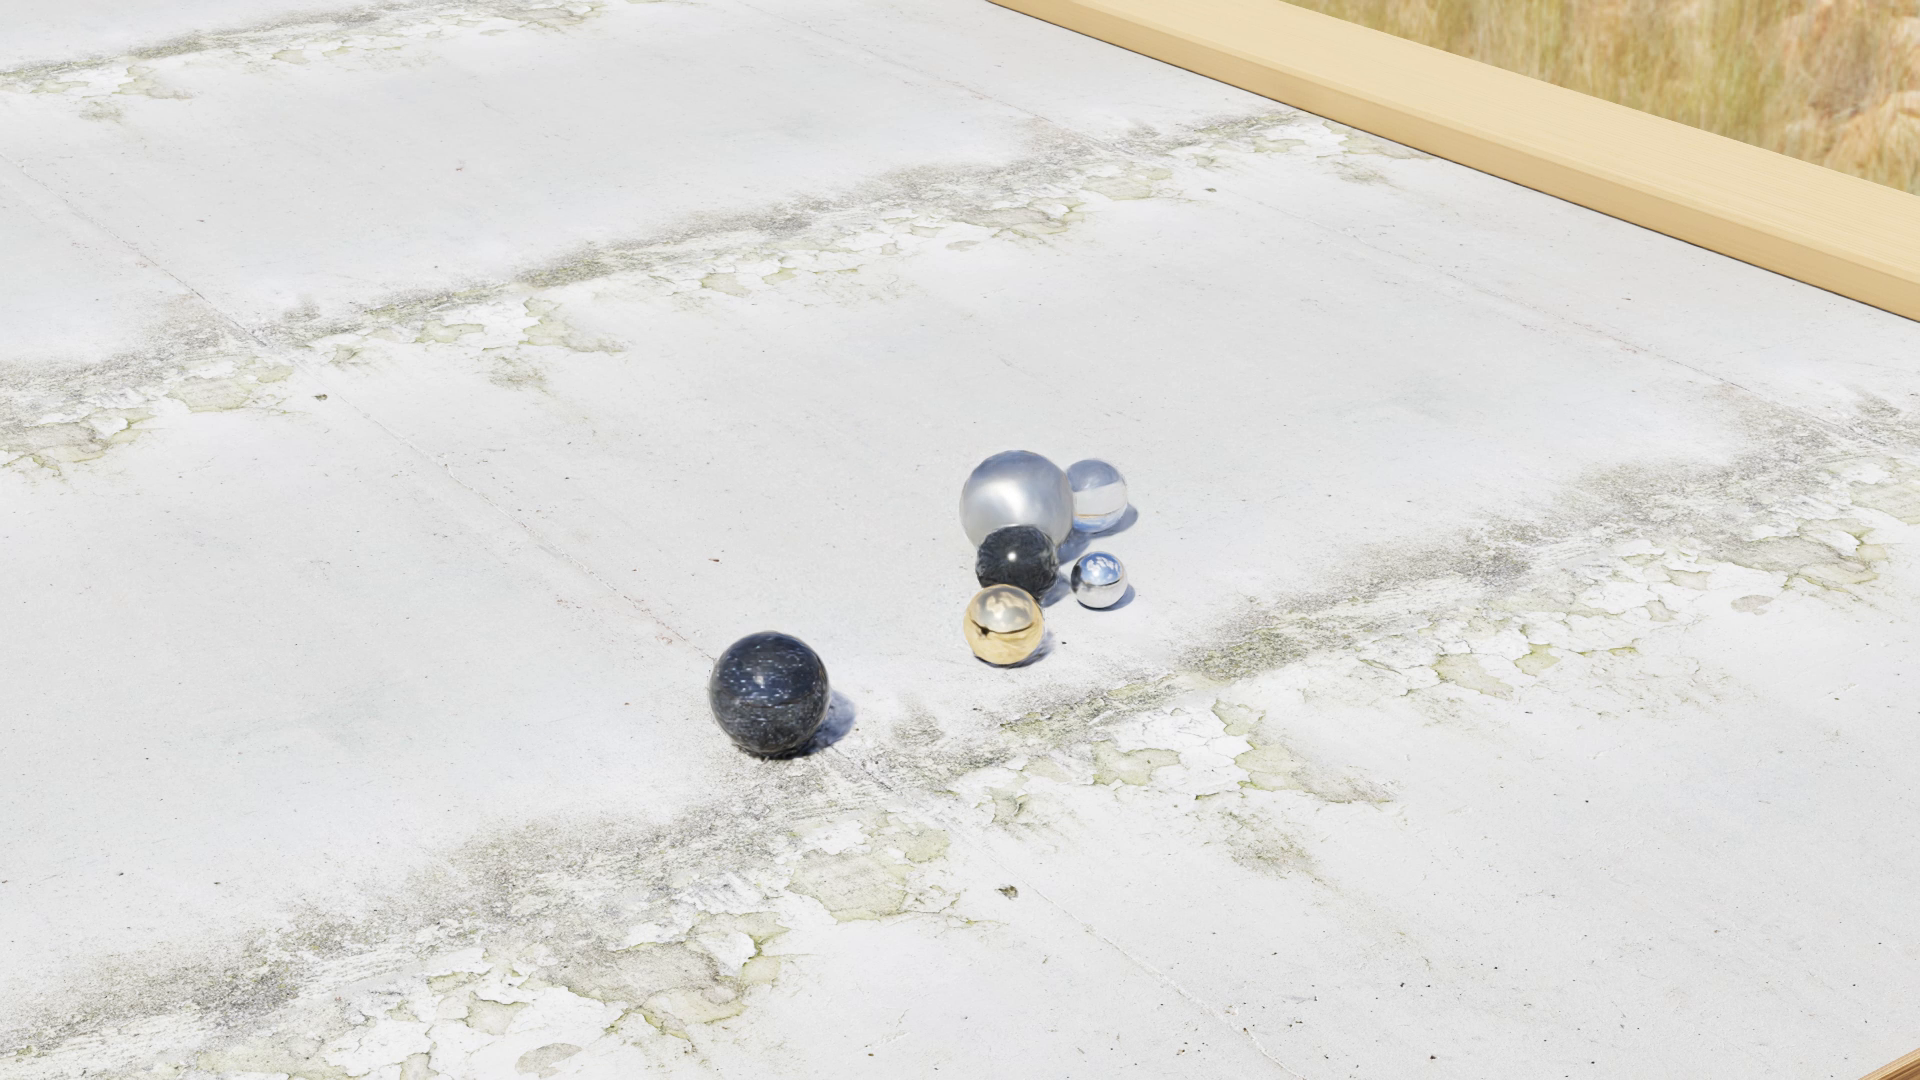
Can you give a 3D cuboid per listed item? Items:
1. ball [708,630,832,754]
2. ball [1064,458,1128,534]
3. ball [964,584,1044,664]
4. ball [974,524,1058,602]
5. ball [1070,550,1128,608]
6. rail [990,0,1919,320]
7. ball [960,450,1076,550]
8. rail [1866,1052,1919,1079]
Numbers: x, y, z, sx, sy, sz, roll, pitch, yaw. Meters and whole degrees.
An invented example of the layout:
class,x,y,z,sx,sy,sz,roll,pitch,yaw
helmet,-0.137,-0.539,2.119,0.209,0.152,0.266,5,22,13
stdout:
class,x,y,z,sx,sy,sz,roll,pitch,yaw
ball,-0.126,0.101,1.951,0.082,0.082,0.082,0,25,0
ball,0.101,-0.034,2.275,0.058,0.058,0.058,0,25,0
ball,0.031,0.059,2.072,0.057,0.057,0.057,0,25,0
ball,0.042,0.018,2.155,0.061,0.061,0.061,0,25,0
ball,0.102,0.029,2.155,0.042,0.042,0.042,0,25,0
rail,0.295,-0.581,3.401,0.045,0.114,3.665,-17,29,-32
ball,0.043,-0.024,2.218,0.088,0.088,0.088,0,25,0
rail,0.519,0.277,1.524,2.082,0.114,0.045,-17,29,-32
